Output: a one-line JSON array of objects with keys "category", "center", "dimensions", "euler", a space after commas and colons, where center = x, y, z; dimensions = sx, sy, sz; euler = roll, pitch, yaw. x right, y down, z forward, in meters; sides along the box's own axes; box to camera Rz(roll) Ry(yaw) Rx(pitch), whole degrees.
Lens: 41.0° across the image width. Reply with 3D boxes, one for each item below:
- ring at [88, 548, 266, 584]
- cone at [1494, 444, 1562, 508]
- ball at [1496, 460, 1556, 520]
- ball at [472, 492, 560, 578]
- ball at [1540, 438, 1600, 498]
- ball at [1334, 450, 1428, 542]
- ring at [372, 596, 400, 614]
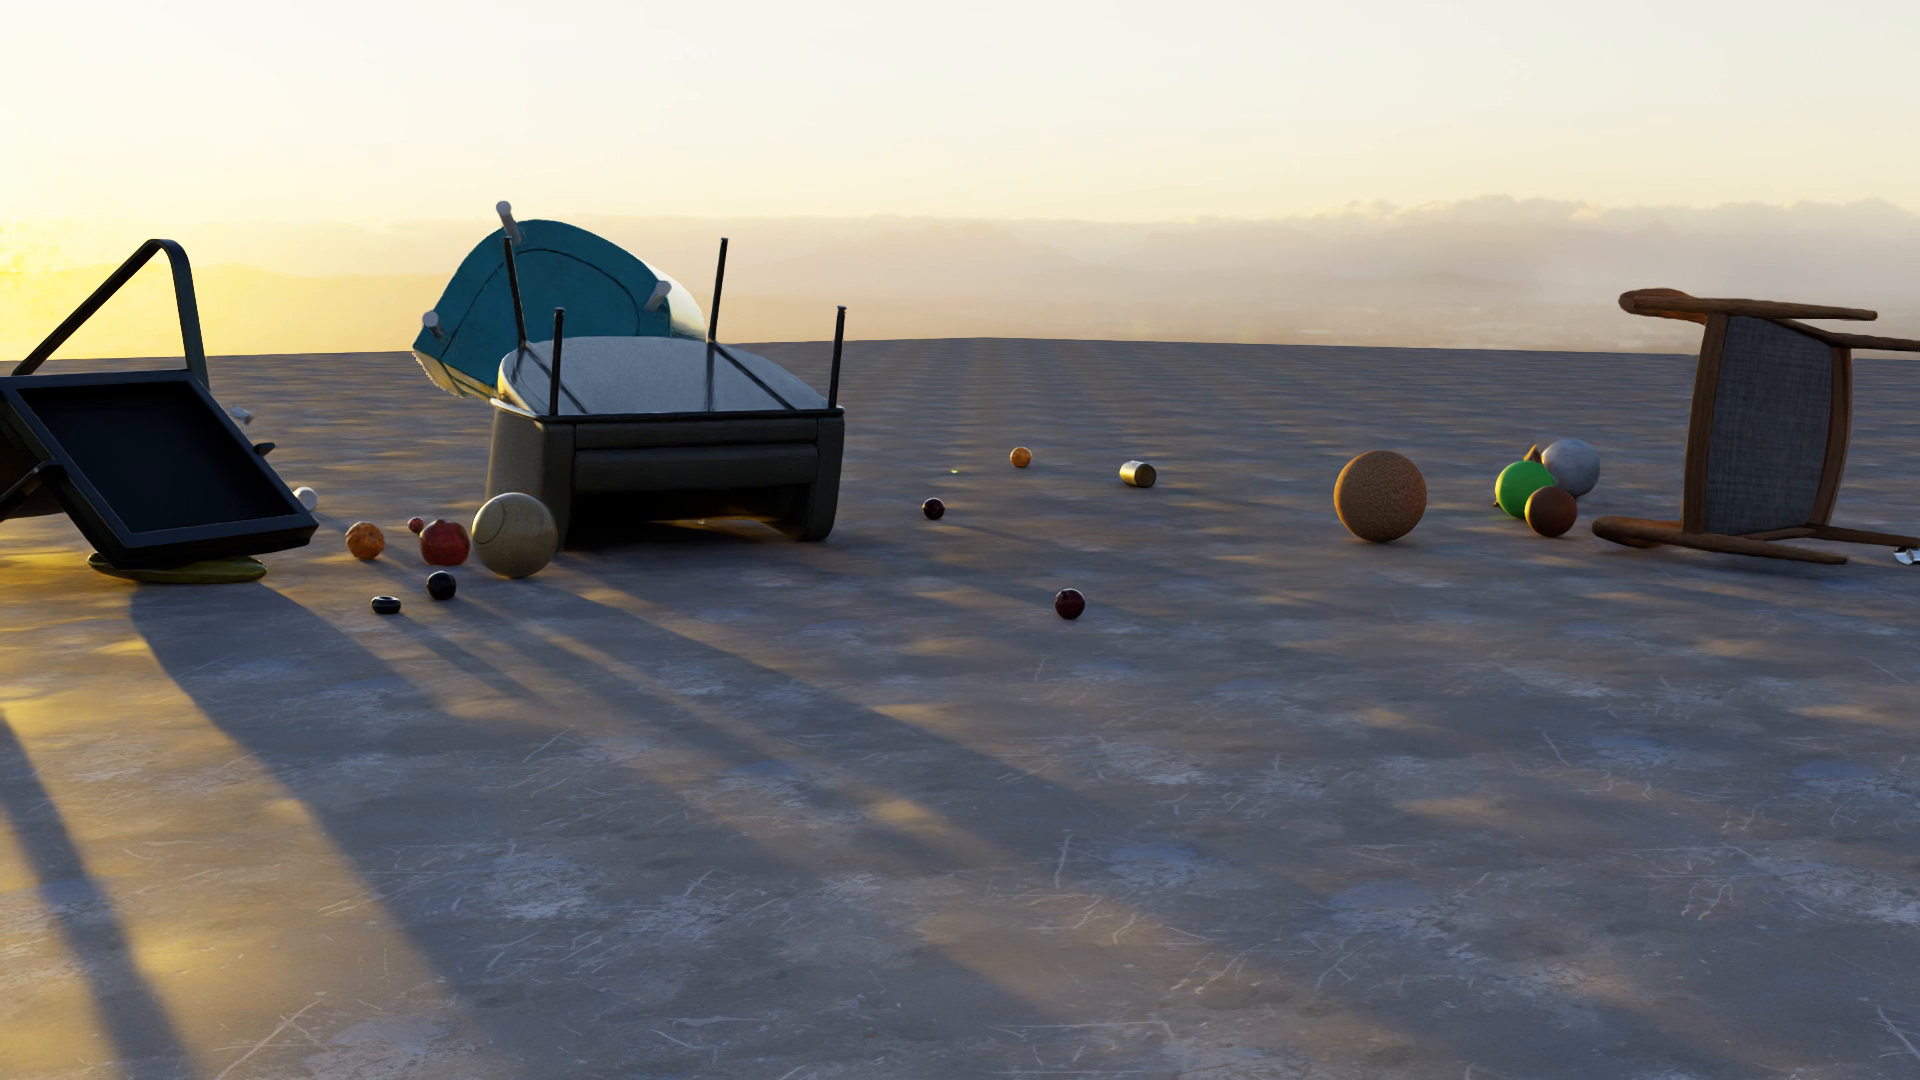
[{"category": "ring", "center": [-1.700, 0.056, 5.572], "dimensions": [0.412, 0.053, 0.193], "euler": [4, 10, 10]}, {"category": "cone", "center": [1.651, -0.139, 7.322], "dimensions": [0.164, 0.211, 0.255], "euler": [34, 6, 7]}, {"category": "ball", "center": [1.533, -0.136, 6.955], "dimensions": [0.160, 0.160, 0.160], "euler": [0, 6, 0]}, {"category": "ball", "center": [-0.970, -0.011, 5.599], "dimensions": [0.188, 0.188, 0.188], "euler": [0, 6, 0]}, {"category": "ball", "center": [1.804, -0.212, 7.595], "dimensions": [0.179, 0.179, 0.179], "euler": [0, 6, 0]}, {"category": "ball", "center": [1.041, -0.108, 6.354], "dimensions": [0.228, 0.228, 0.228], "euler": [0, 6, 0]}, {"category": "ring", "center": [-1.126, 0.128, 5.031], "dimensions": [0.055, 0.029, 0.074], "euler": [-2, 7, -32]}]
